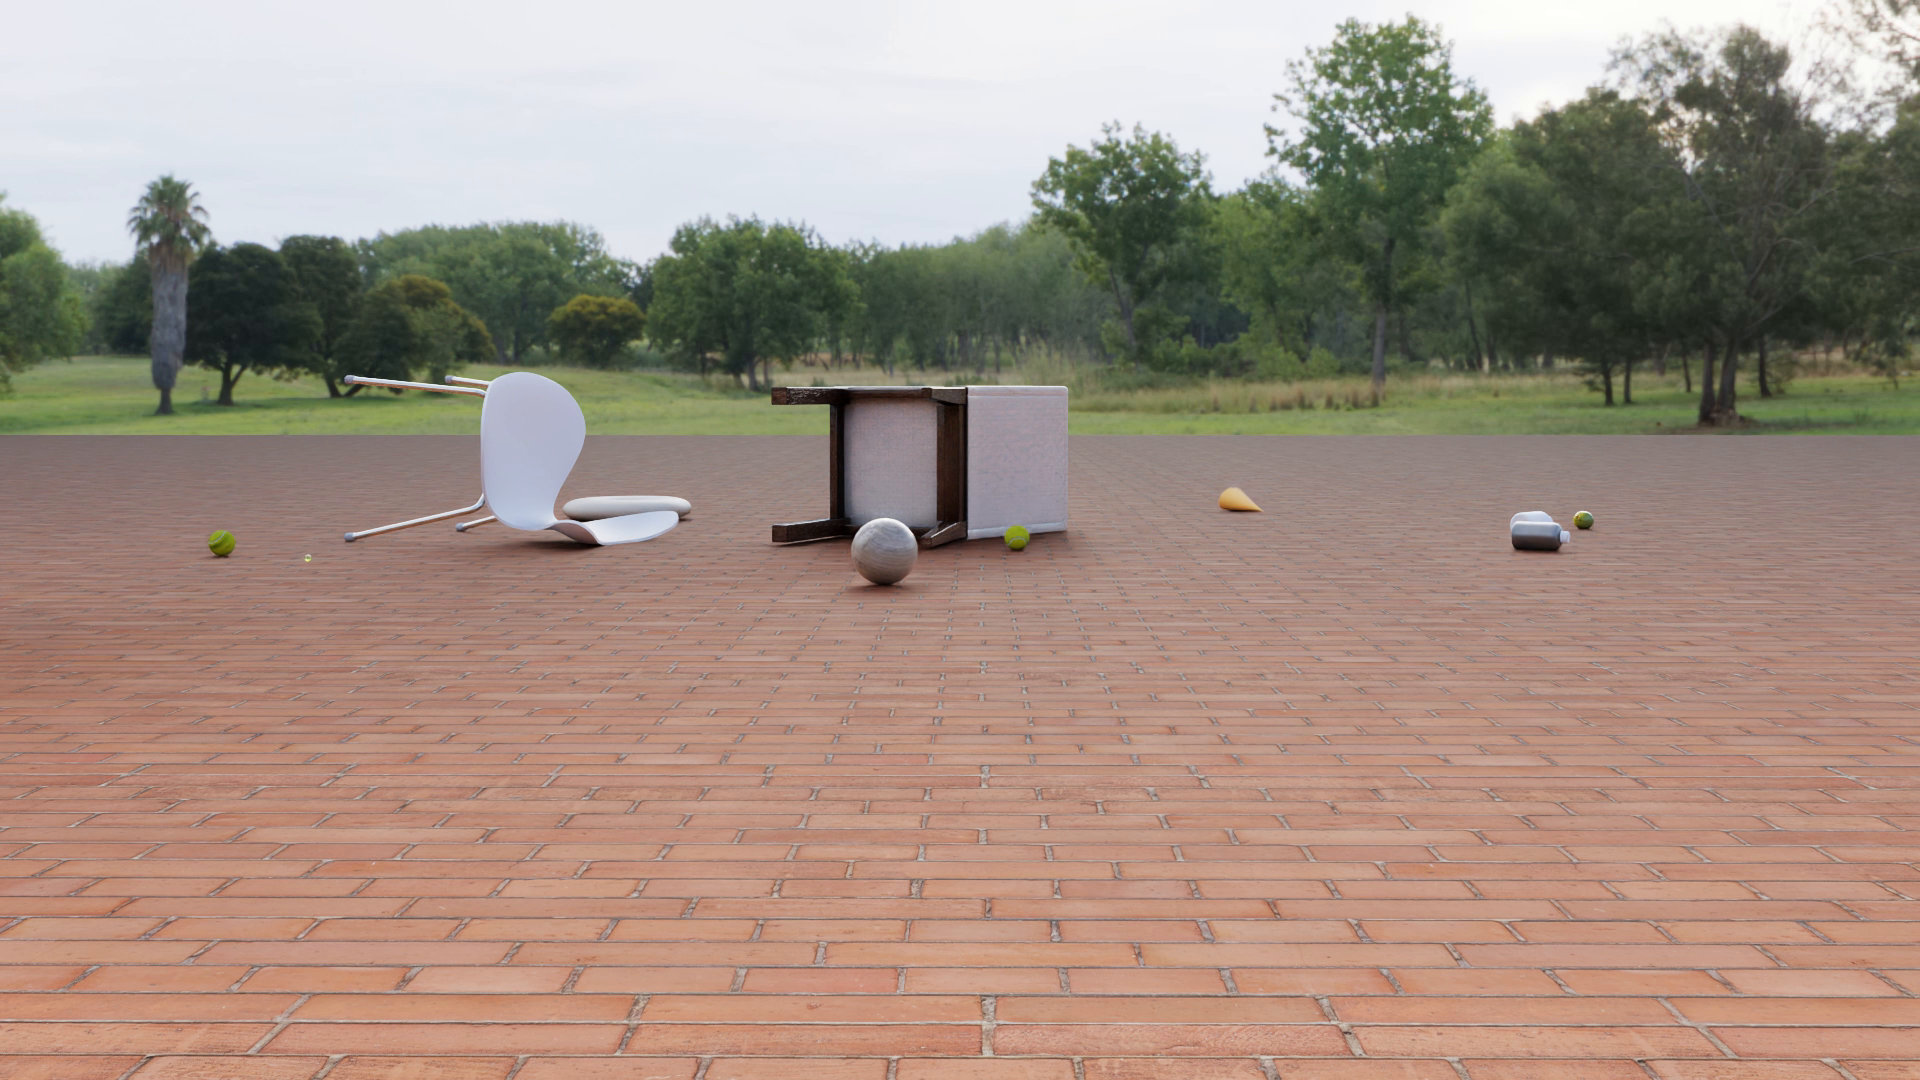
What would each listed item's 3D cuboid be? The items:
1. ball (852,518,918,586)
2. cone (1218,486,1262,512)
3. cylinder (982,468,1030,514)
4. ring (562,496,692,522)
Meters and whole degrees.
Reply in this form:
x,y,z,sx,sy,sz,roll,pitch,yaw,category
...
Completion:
x,y,z,sx,sy,sz,roll,pitch,yaw,category
-0.173,0.026,5.041,0.153,0.153,0.153,0,4,0,ball
1.059,-0.129,8.111,0.128,0.089,0.169,-9,23,-38,cone
0.164,-0.175,7.938,0.162,0.158,0.132,25,2,-6,cylinder
-1.151,-0.109,7.603,0.451,0.073,0.417,1,5,22,ring
